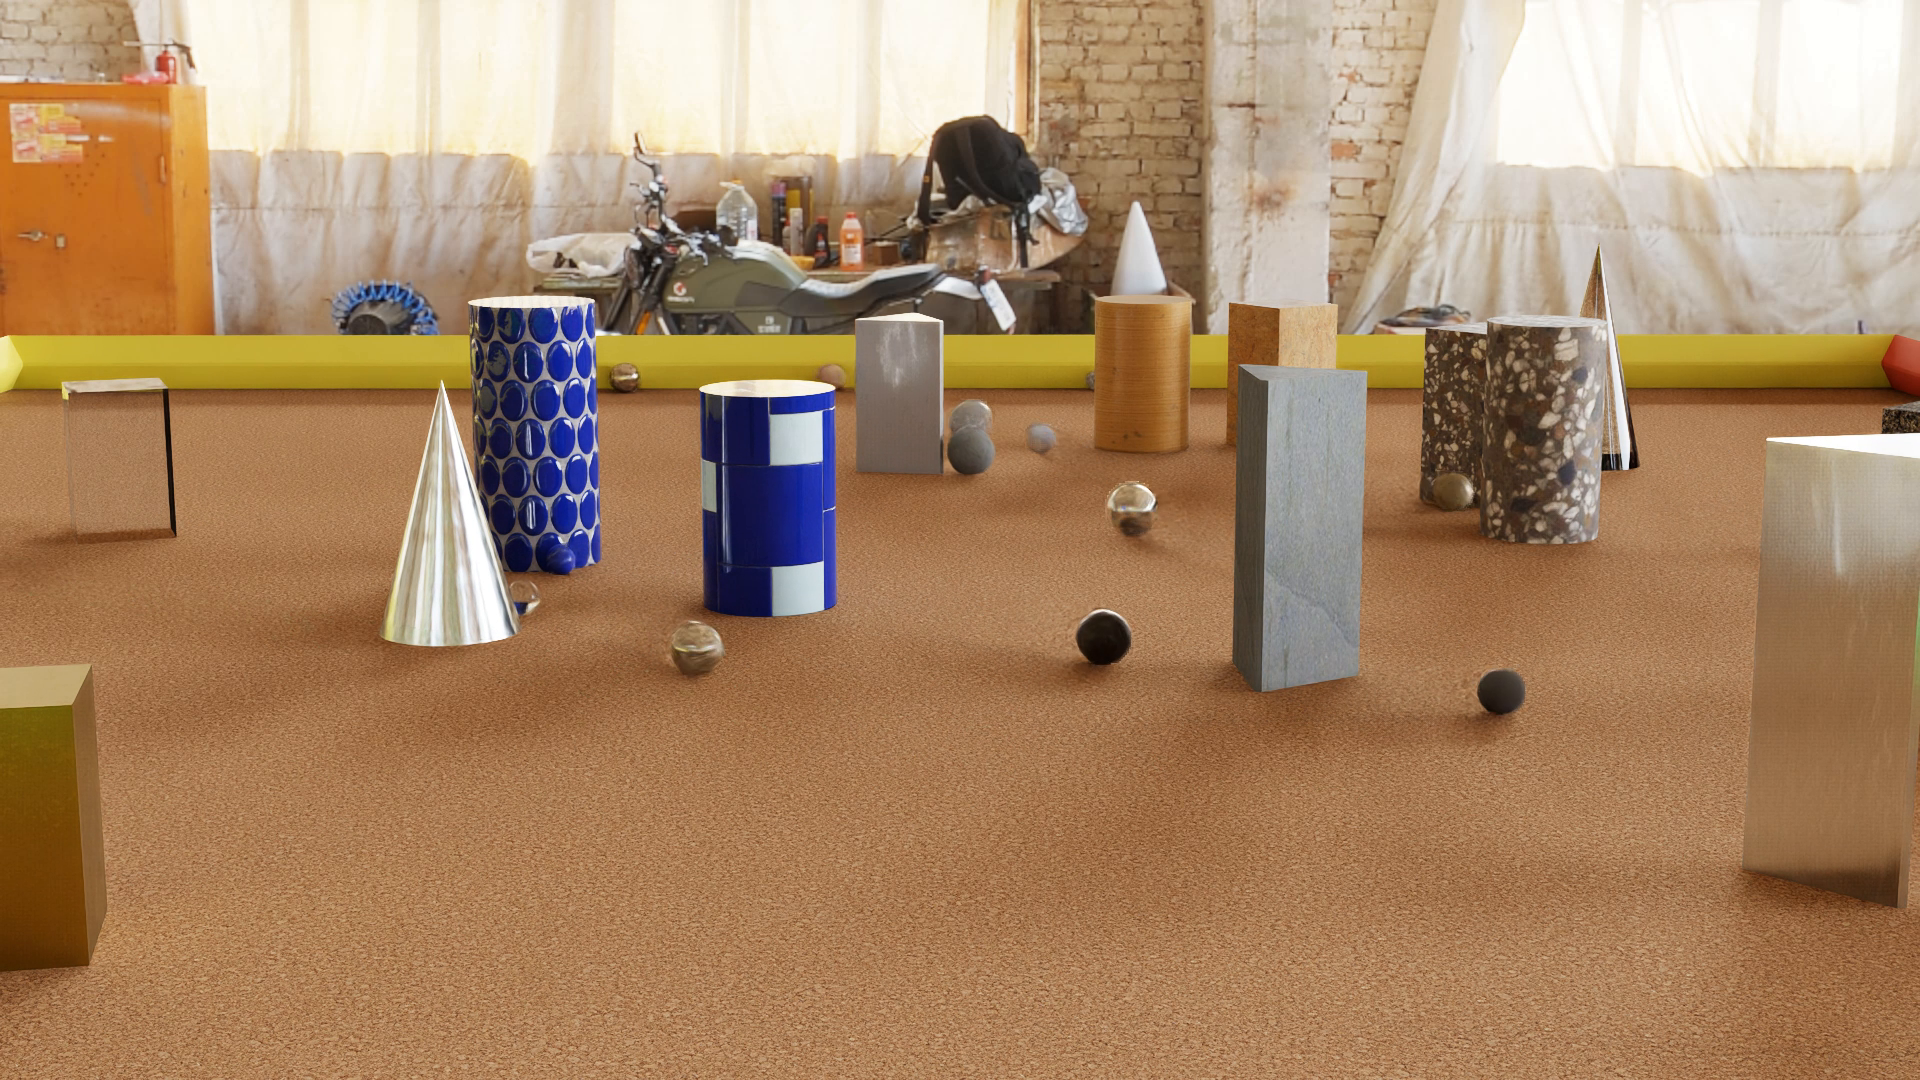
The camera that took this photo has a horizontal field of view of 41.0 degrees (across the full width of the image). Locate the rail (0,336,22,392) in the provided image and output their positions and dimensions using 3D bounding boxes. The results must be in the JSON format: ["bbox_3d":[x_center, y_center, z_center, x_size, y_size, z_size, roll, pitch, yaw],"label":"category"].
[{"bbox_3d":[-2.085,0.032,3.438,0.045,0.118,4.663,0,11,0],"label":"rail"}]

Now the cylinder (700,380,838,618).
[{"bbox_3d":[-0.257,-0.059,3.454,0.181,0.293,0.181,0,11,0],"label":"cylinder"}]

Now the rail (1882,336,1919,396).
[{"bbox_3d":[2.085,0.028,3.462,0.045,0.118,4.663,0,11,0],"label":"rail"}]

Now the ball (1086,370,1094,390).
[{"bbox_3d":[0.306,-0.355,5.700,0.047,0.047,0.047,0,11,0],"label":"ball"}]

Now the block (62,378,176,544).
[{"bbox_3d":[-1.302,-0.125,3.971,0.145,0.232,0.145,-4,11,-22],"label":"block"}]

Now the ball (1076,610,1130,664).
[{"bbox_3d":[0.174,0.118,3.127,0.067,0.067,0.067,0,11,0],"label":"ball"}]

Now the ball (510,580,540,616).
[{"bbox_3d":[-0.580,0.077,3.401,0.046,0.046,0.046,0,11,0],"label":"ball"}]

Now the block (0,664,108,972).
[{"bbox_3d":[-0.795,0.229,2.123,0.145,0.219,0.145,-2,11,-12],"label":"block"}]

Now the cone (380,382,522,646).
[{"bbox_3d":[-0.658,-0.044,3.285,0.181,0.326,0.181,0,11,0],"label":"cone"}]

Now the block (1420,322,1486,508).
[{"bbox_3d":[0.874,-0.209,4.274,0.145,0.287,0.145,-9,14,-40],"label":"block"}]

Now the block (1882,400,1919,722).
[{"bbox_3d":[1.123,0.024,2.870,0.145,0.345,0.145,10,15,43],"label":"block"}]

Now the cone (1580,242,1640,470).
[{"bbox_3d":[1.149,-0.338,4.647,0.181,0.403,0.181,0,11,0],"label":"cone"}]

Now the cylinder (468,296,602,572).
[{"bbox_3d":[-0.619,-0.157,3.743,0.181,0.381,0.181,0,11,0],"label":"cylinder"}]

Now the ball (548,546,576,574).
[{"bbox_3d":[-0.570,0.029,3.669,0.040,0.040,0.040,0,11,0],"label":"ball"}]

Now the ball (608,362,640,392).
[{"bbox_3d":[-0.742,-0.359,5.668,0.067,0.067,0.067,0,11,0],"label":"ball"}]

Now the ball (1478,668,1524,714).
[{"bbox_3d":[0.608,0.171,2.887,0.052,0.052,0.052,0,11,0],"label":"ball"}]

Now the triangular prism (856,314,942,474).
[{"bbox_3d":[-0.096,-0.266,4.617,0.157,0.272,0.136,2,11,11],"label":"triangular prism"}]

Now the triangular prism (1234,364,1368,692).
[{"bbox_3d":[0.375,-0.021,3.056,0.157,0.365,0.136,-7,13,-33],"label":"triangular prism"}]

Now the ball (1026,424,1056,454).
[{"bbox_3d":[0.151,-0.188,4.795,0.054,0.054,0.054,0,11,0],"label":"ball"}]

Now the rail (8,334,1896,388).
[{"bbox_3d":[-0.013,-0.395,5.718,4.218,0.118,0.045,0,11,0],"label":"rail"}]

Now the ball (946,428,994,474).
[{"bbox_3d":[0.018,-0.158,4.553,0.084,0.084,0.084,0,11,0],"label":"ball"}]

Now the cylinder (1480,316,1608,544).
[{"bbox_3d":[0.900,-0.173,3.961,0.181,0.331,0.181,0,11,0],"label":"cylinder"}]

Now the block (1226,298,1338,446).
[{"bbox_3d":[0.612,-0.316,4.885,0.145,0.270,0.145,-7,13,-34],"label":"block"}]

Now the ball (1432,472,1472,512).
[{"bbox_3d":[0.803,-0.078,4.181,0.064,0.064,0.064,0,11,0],"label":"ball"}]

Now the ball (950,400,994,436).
[{"bbox_3d":[0.022,-0.223,4.892,0.086,0.086,0.086,0,11,0],"label":"ball"}]

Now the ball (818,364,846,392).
[{"bbox_3d":[-0.283,-0.359,5.680,0.062,0.062,0.062,0,11,0],"label":"ball"}]

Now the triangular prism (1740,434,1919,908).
[{"bbox_3d":[0.816,0.107,2.294,0.136,0.395,0.157,-10,14,-41],"label":"triangular prism"}]

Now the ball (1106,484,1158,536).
[{"bbox_3d":[0.267,-0.047,3.970,0.080,0.080,0.080,0,11,0],"label":"ball"}]

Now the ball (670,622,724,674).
[{"bbox_3d":[-0.316,0.130,3.071,0.064,0.064,0.064,0,11,0],"label":"ball"}]

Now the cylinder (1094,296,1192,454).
[{"bbox_3d":[0.346,-0.316,4.860,0.181,0.280,0.181,0,11,0],"label":"cylinder"}]
